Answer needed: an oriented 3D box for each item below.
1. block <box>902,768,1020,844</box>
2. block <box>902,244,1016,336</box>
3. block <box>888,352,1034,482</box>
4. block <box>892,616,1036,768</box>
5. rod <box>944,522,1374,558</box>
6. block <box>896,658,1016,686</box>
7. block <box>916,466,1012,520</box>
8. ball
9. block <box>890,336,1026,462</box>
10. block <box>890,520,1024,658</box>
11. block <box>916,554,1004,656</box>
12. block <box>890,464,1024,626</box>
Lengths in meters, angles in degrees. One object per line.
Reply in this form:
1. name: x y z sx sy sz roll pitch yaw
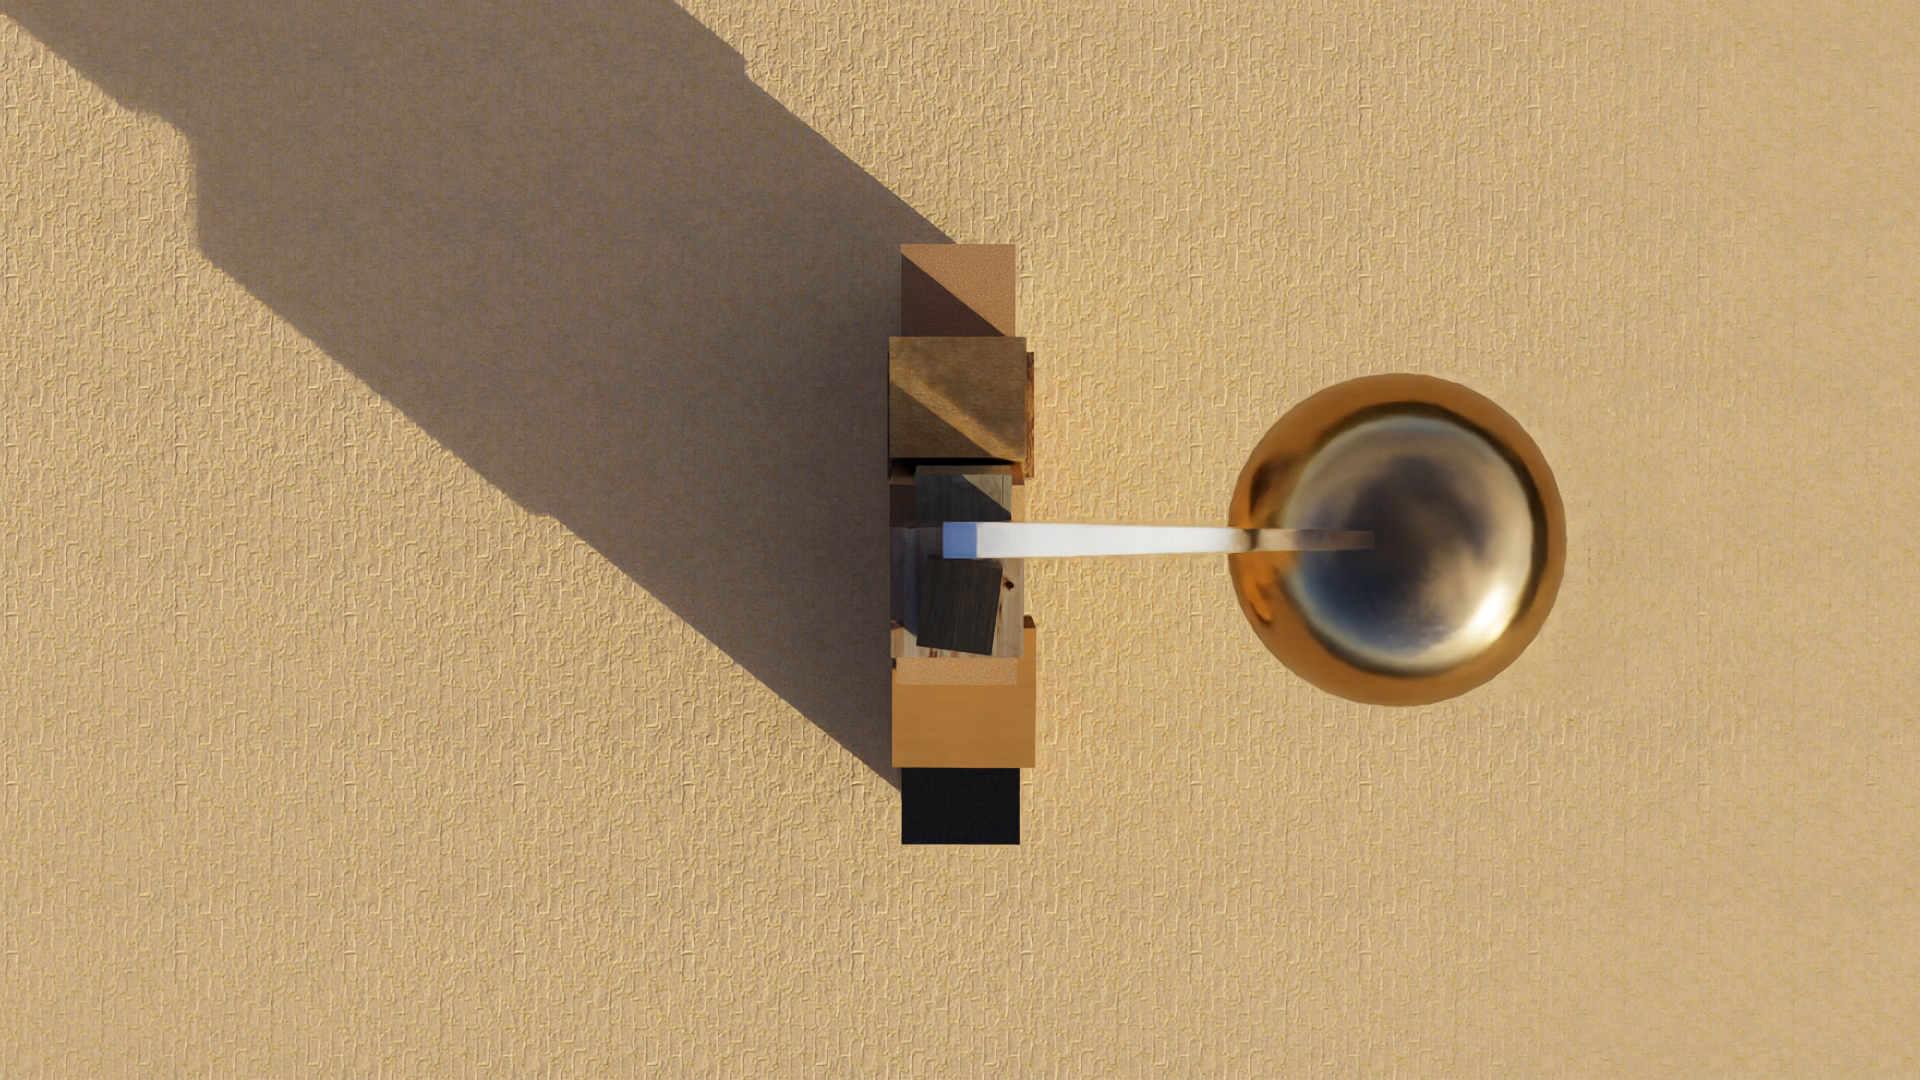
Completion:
1. block: 0.004 1.321 12.057 0.635 0.578 0.610 0 91 0
2. block: -0.009 -1.306 12.240 0.620 0.609 0.603 0 90 0
3. block: 0.004 -0.663 11.981 0.776 0.711 0.665 0 90 0
4. block: 0.020 0.769 11.318 0.717 0.689 0.700 0 93 0
5. rod: 0.899 0.000 7.313 0.080 5.200 0.080 0 90 20
6. block: -0.015 0.405 10.716 0.574 0.474 0.547 0 93 0
7. block: 0.016 -0.112 10.667 0.458 0.441 0.460 0 98 0
8. ball: 2.074 0.000 10.504 1.600 1.600 1.600 0 90 0
9. block: -0.009 -0.719 11.349 0.690 0.554 0.608 0 90 0
10. block: -0.011 0.217 10.149 0.593 0.632 0.584 0 94 0
11. block: -0.003 0.283 9.682 0.331 0.308 0.382 7 94 0
12. block: -0.014 0.015 11.303 0.668 0.756 0.717 0 100 0
